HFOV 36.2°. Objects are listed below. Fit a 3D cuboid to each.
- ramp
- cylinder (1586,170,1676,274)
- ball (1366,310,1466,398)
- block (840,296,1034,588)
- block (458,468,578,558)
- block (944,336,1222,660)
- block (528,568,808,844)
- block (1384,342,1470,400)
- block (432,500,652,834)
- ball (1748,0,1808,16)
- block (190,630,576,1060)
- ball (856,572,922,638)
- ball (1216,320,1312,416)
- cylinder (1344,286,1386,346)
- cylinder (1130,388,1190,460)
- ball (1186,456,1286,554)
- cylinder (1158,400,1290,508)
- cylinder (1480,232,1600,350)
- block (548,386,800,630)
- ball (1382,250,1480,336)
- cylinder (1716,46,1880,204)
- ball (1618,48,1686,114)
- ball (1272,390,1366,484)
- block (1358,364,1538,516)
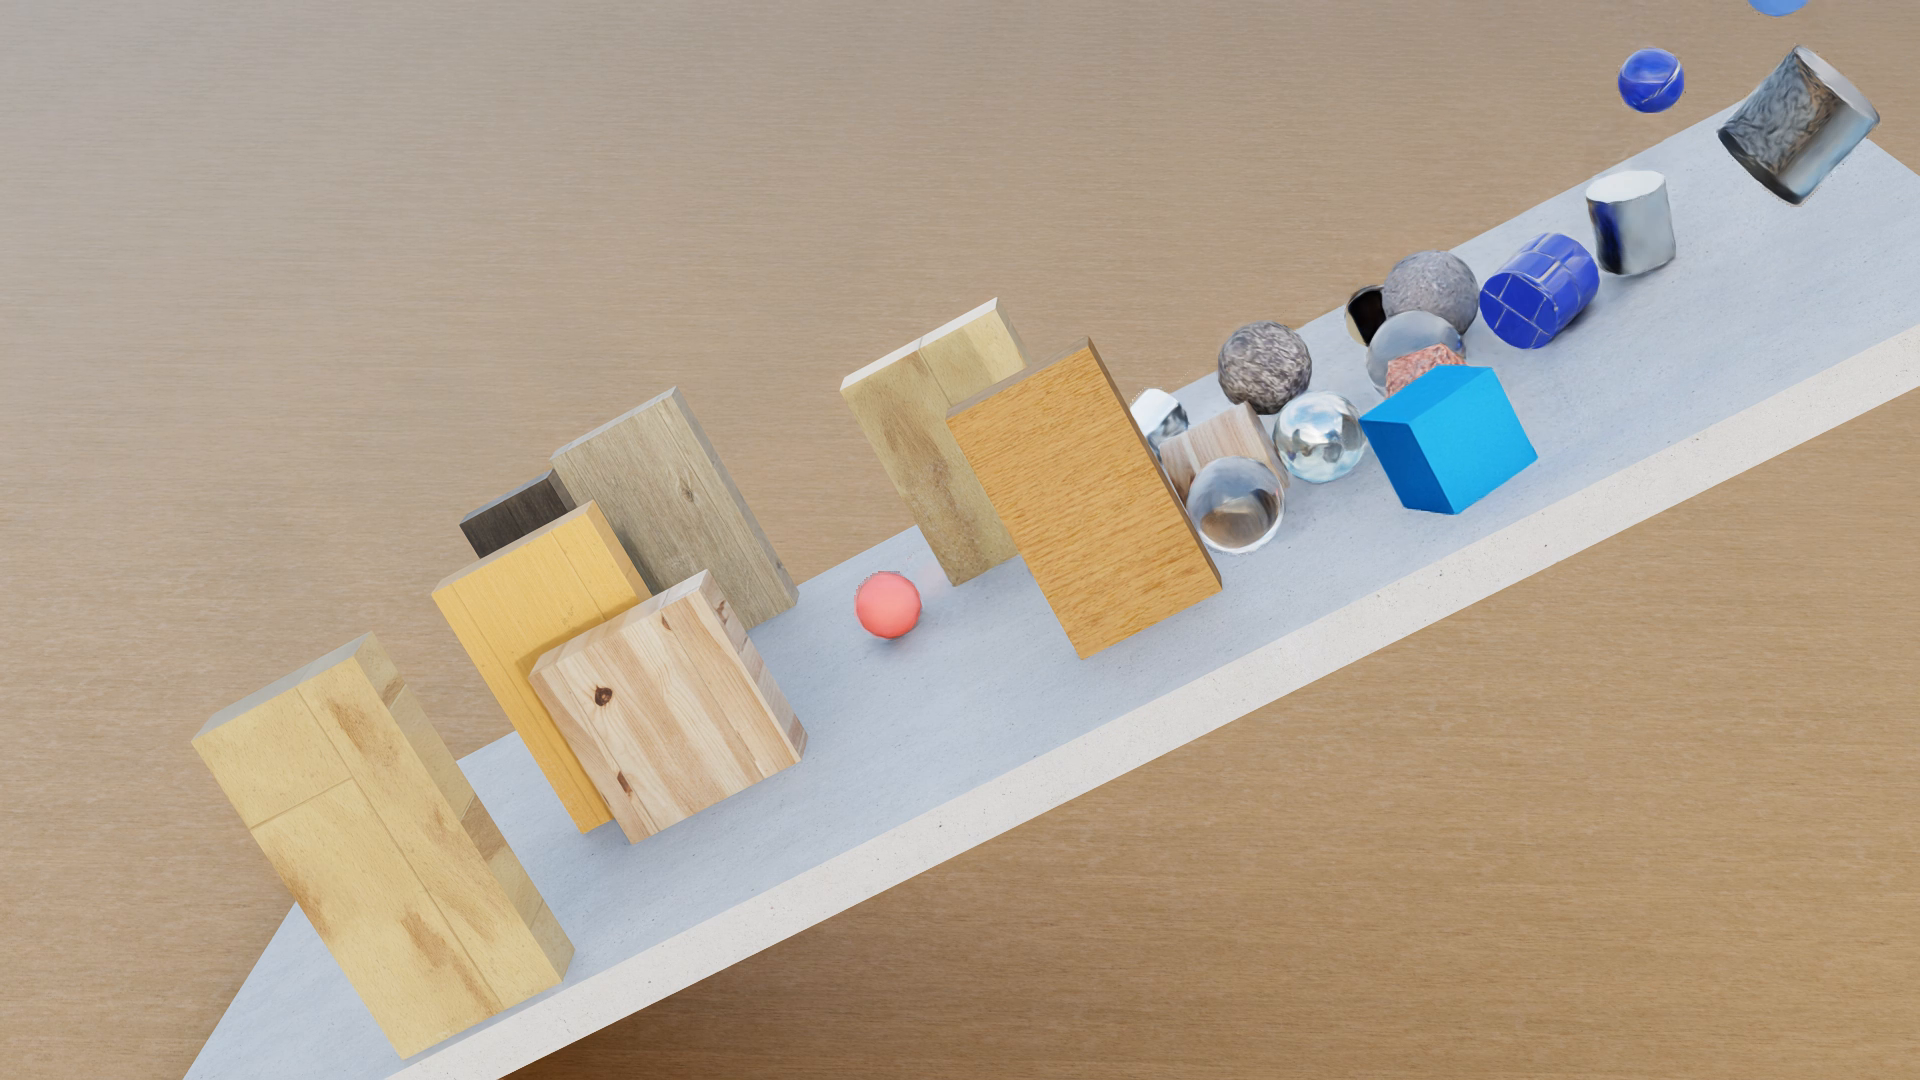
[{"bbox_3d":[0.141,0.167,6.282,4.000,0.100,2.000,-27,14,11],"label":"ramp"},{"bbox_3d":[1.376,-0.652,6.030,0.160,0.160,0.160,-13,25,6],"label":"cylinder"},{"bbox_3d":[0.923,-0.364,5.950,0.200,0.200,0.200,0,18,0],"label":"ball"},{"bbox_3d":[0.034,-0.215,6.547,0.390,0.518,0.114,-27,14,11],"label":"block"},{"bbox_3d":[-0.910,0.157,6.937,0.243,0.615,0.081,-27,14,11],"label":"block"},{"bbox_3d":[0.239,-0.077,5.614,0.305,0.543,0.087,-27,14,11],"label":"block"},{"bbox_3d":[-0.599,0.346,6.073,0.407,0.418,0.136,-27,14,11],"label":"block"},{"bbox_3d":[0.918,-0.282,5.721,0.127,0.127,0.127,-19,-40,41],"label":"block"},{"bbox_3d":[-0.796,0.275,6.293,0.385,0.620,0.096,-27,14,11],"label":"block"},{"bbox_3d":[1.631,-1.115,5.857,0.141,0.141,0.141,0,18,0],"label":"ball"},{"bbox_3d":[-1.082,0.581,5.558,0.361,0.739,0.140,-27,14,11],"label":"block"},{"bbox_3d":[-0.157,0.144,6.455,0.144,0.144,0.144,0,18,0],"label":"ball"},{"bbox_3d":[0.631,-0.356,6.098,0.196,0.196,0.196,0,18,0],"label":"ball"},{"bbox_3d":[0.917,-0.496,6.526,0.125,0.125,0.125,2,11,6],"label":"cylinder"},{"bbox_3d":[0.427,-0.252,6.649,0.129,0.129,0.129,17,54,43],"label":"cylinder"},{"bbox_3d":[0.534,-0.068,5.690,0.191,0.191,0.191,0,18,0],"label":"ball"},{"bbox_3d":[0.538,-0.151,5.986,0.197,0.197,0.197,-27,14,12],"label":"cylinder"},{"bbox_3d":[1.179,-0.507,5.983,0.176,0.176,0.176,15,41,38],"label":"cylinder"},{"bbox_3d":[-0.694,-0.030,7.185,0.346,0.601,0.094,-27,14,11],"label":"block"},{"bbox_3d":[1.008,-0.518,6.298,0.207,0.207,0.207,0,18,0],"label":"ball"},{"bbox_3d":[1.568,-0.776,5.504,0.210,0.210,0.210,31,28,-19],"label":"cylinder"},{"bbox_3d":[1.312,-0.871,5.581,0.125,0.125,0.125,0,18,0],"label":"ball"},{"bbox_3d":[0.715,-0.206,5.847,0.185,0.185,0.185,0,18,0],"label":"ball"},{"bbox_3d":[0.895,-0.186,5.399,0.195,0.195,0.195,-34,15,-14],"label":"block"}]
